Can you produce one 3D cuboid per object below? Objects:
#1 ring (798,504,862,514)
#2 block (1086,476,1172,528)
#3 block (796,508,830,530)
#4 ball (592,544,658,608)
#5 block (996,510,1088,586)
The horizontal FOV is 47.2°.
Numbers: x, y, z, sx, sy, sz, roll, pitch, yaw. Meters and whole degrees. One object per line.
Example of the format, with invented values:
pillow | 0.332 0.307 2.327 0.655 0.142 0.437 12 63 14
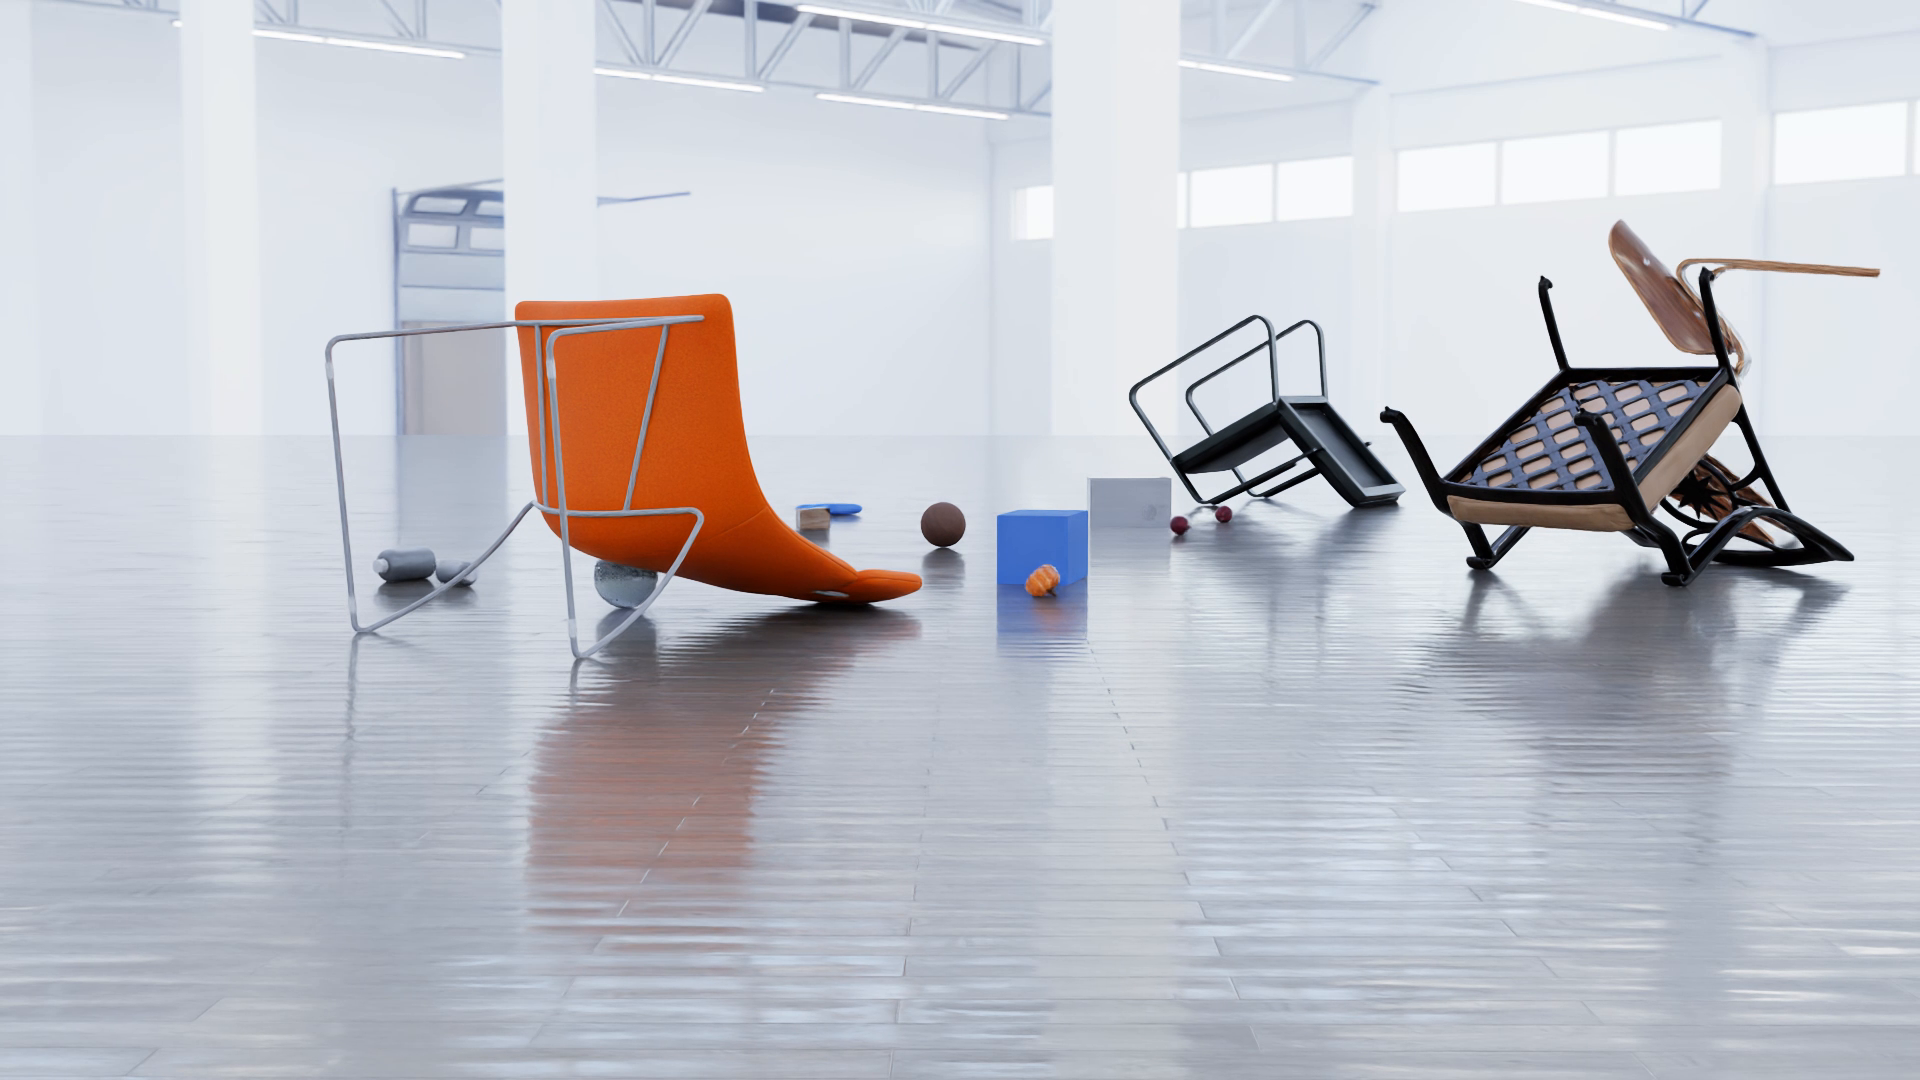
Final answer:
ring | -0.470 -0.111 7.878 0.242 0.039 0.086 -1 2 -1
block | 0.552 -0.125 7.194 0.265 0.161 0.114 0 4 -3
block | -0.473 -0.069 7.066 0.095 0.066 0.075 -1 4 -15
ball | -0.686 0.075 4.503 0.131 0.131 0.131 0 4 0
block | 0.197 0.014 5.181 0.166 0.158 0.265 1 4 13
